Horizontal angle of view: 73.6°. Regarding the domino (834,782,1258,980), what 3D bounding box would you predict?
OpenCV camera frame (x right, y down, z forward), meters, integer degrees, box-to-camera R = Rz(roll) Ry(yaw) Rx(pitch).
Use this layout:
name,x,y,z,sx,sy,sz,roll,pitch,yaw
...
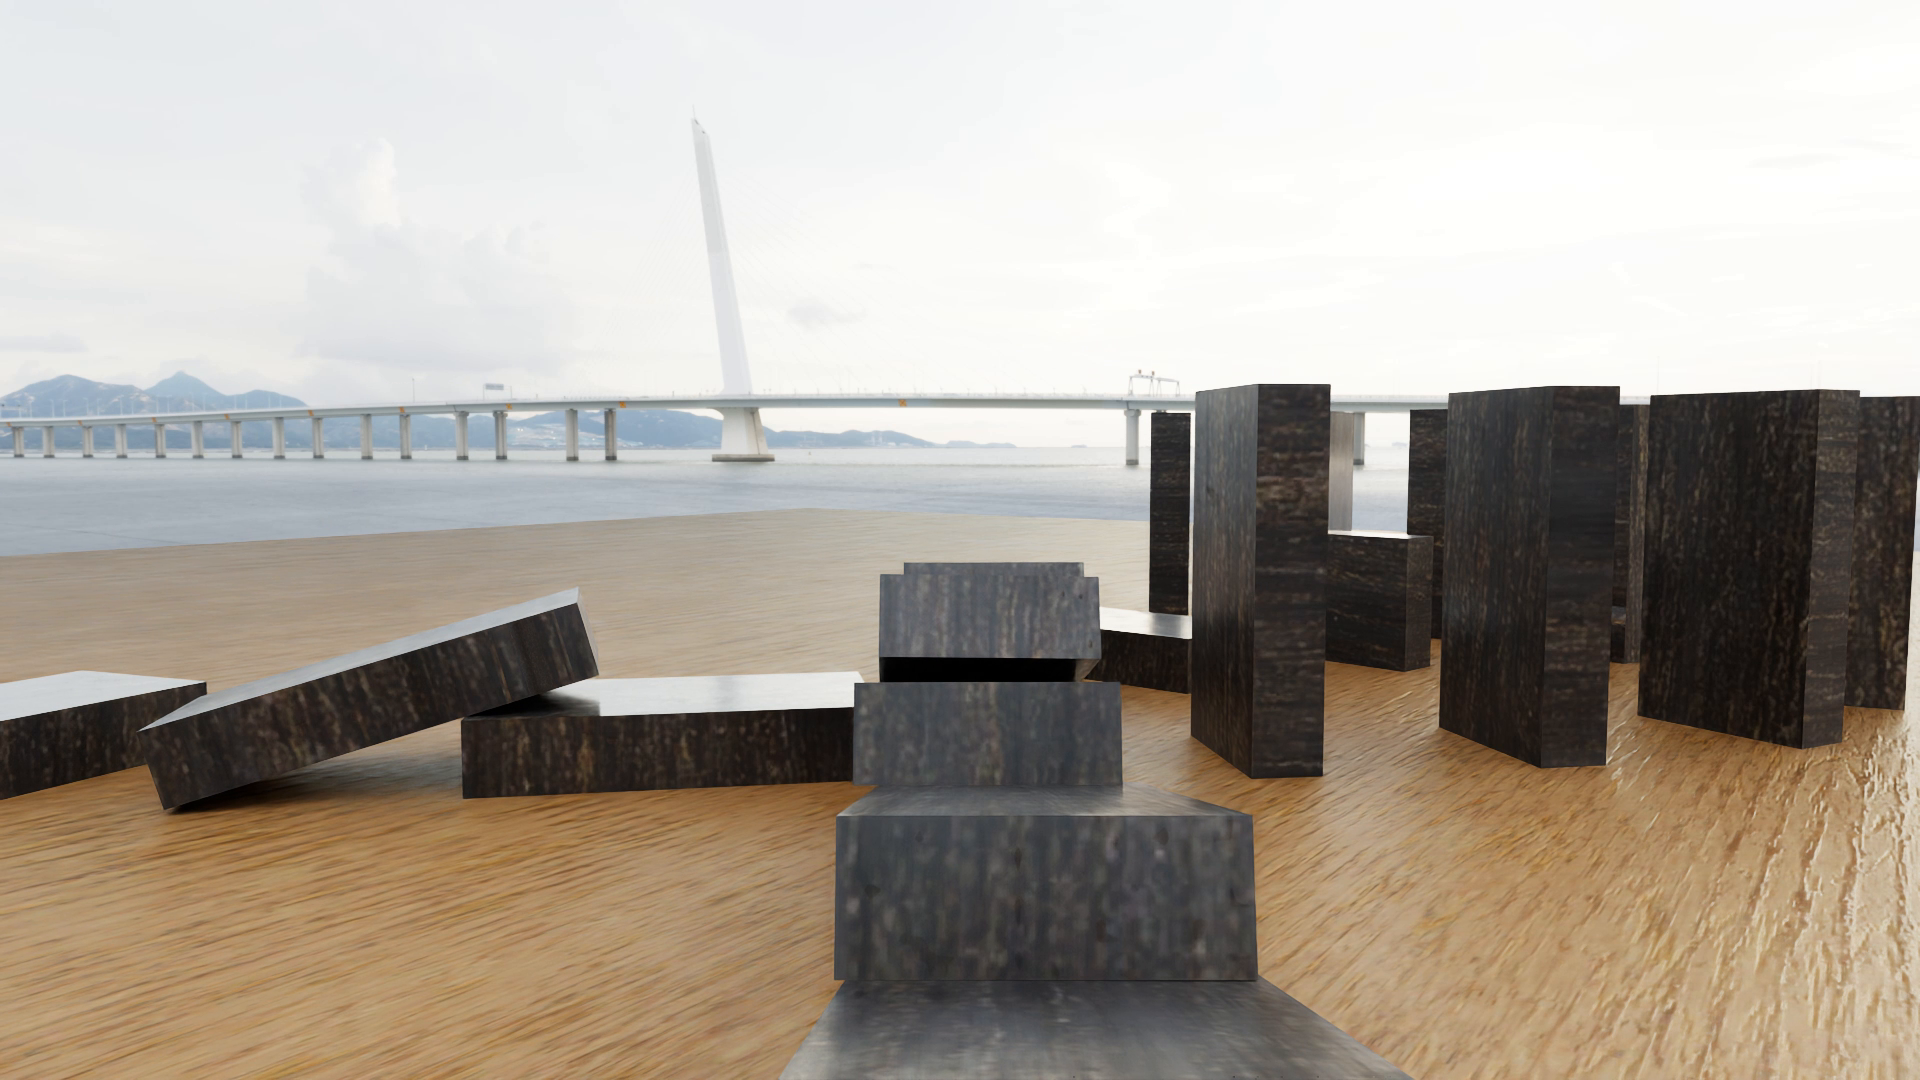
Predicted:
name,x,y,z,sx,sy,sz,roll,pitch,yaw
domino,0.005,0.025,0.101,0.025,0.010,0.050,0,-8,0

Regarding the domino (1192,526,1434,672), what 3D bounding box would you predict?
name,x,y,z,sx,sy,sz,roll,pitch,yaw
domino,0.070,0.011,0.260,0.009,0.025,0.050,-4,6,-41

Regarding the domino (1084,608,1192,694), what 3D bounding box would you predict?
name,x,y,z,sx,sy,sz,roll,pitch,yaw
domino,0.028,0.020,0.244,0.050,0.010,0.025,4,6,41

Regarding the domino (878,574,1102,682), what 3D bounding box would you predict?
name,x,y,z,sx,sy,sz,roll,pitch,yaw
domino,0.002,0.015,0.169,0.025,0.010,0.050,1,-16,-3

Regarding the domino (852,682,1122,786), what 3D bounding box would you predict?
name,x,y,z,sx,sy,sz,roll,pitch,yaw
domino,0.002,0.022,0.144,0.025,0.009,0.050,0,-8,0

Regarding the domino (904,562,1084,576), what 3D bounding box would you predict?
name,x,y,z,sx,sy,sz,roll,pitch,yaw
domino,0.004,0.014,0.201,0.025,0.010,0.050,0,-16,-1

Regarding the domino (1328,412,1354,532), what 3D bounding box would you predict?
name,x,y,z,sx,sy,sz,roll,pitch,yaw
domino,0.086,-0.006,0.308,0.010,0.050,0.025,3,5,31

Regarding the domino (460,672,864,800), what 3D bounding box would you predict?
name,x,y,z,sx,sy,sz,roll,pitch,yaw
domino,-0.037,0.025,0.170,0.050,0.010,0.025,-1,4,-10

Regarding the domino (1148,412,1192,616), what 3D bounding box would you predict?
name,x,y,z,sx,sy,sz,roll,pitch,yaw
domino,0.053,-0.007,0.321,0.010,0.050,0.025,1,4,10

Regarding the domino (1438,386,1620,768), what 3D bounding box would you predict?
name,x,y,z,sx,sy,sz,roll,pitch,yaw
domino,0.079,0.004,0.180,0.009,0.050,0.025,-1,4,-10

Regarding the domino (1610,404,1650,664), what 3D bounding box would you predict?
name,x,y,z,sx,sy,sz,roll,pitch,yaw
domino,0.137,-0.002,0.256,0.025,0.050,0.010,-2,5,-28

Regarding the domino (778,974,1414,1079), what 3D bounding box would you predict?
name,x,y,z,sx,sy,sz,roll,pitch,yaw
domino,0.005,0.027,0.057,0.025,0.009,0.050,0,-11,1

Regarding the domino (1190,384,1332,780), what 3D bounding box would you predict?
name,x,y,z,sx,sy,sz,roll,pitch,yaw
domino,0.040,0.004,0.174,0.010,0.050,0.025,-1,4,-8

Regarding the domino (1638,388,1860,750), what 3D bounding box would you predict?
name,x,y,z,sx,sy,sz,roll,pitch,yaw
domino,0.116,0.003,0.190,0.009,0.050,0.025,-2,5,-26

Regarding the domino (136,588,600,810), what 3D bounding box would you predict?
name,x,y,z,sx,sy,sz,roll,pitch,yaw
domino,-0.073,0.019,0.165,0.050,0.010,0.025,-17,7,-15

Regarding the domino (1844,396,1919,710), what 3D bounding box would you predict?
name,x,y,z,sx,sy,sz,roll,pitch,yaw
domino,0.142,0.002,0.213,0.025,0.050,0.009,2,5,28

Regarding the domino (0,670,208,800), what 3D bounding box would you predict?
name,x,y,z,sx,sy,sz,roll,pitch,yaw
domino,-0.125,0.026,0.160,0.025,0.010,0.050,2,5,21

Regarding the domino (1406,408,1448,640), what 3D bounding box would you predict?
name,x,y,z,sx,sy,sz,roll,pitch,yaw
domino,0.111,-0.004,0.289,0.009,0.050,0.025,4,6,42
